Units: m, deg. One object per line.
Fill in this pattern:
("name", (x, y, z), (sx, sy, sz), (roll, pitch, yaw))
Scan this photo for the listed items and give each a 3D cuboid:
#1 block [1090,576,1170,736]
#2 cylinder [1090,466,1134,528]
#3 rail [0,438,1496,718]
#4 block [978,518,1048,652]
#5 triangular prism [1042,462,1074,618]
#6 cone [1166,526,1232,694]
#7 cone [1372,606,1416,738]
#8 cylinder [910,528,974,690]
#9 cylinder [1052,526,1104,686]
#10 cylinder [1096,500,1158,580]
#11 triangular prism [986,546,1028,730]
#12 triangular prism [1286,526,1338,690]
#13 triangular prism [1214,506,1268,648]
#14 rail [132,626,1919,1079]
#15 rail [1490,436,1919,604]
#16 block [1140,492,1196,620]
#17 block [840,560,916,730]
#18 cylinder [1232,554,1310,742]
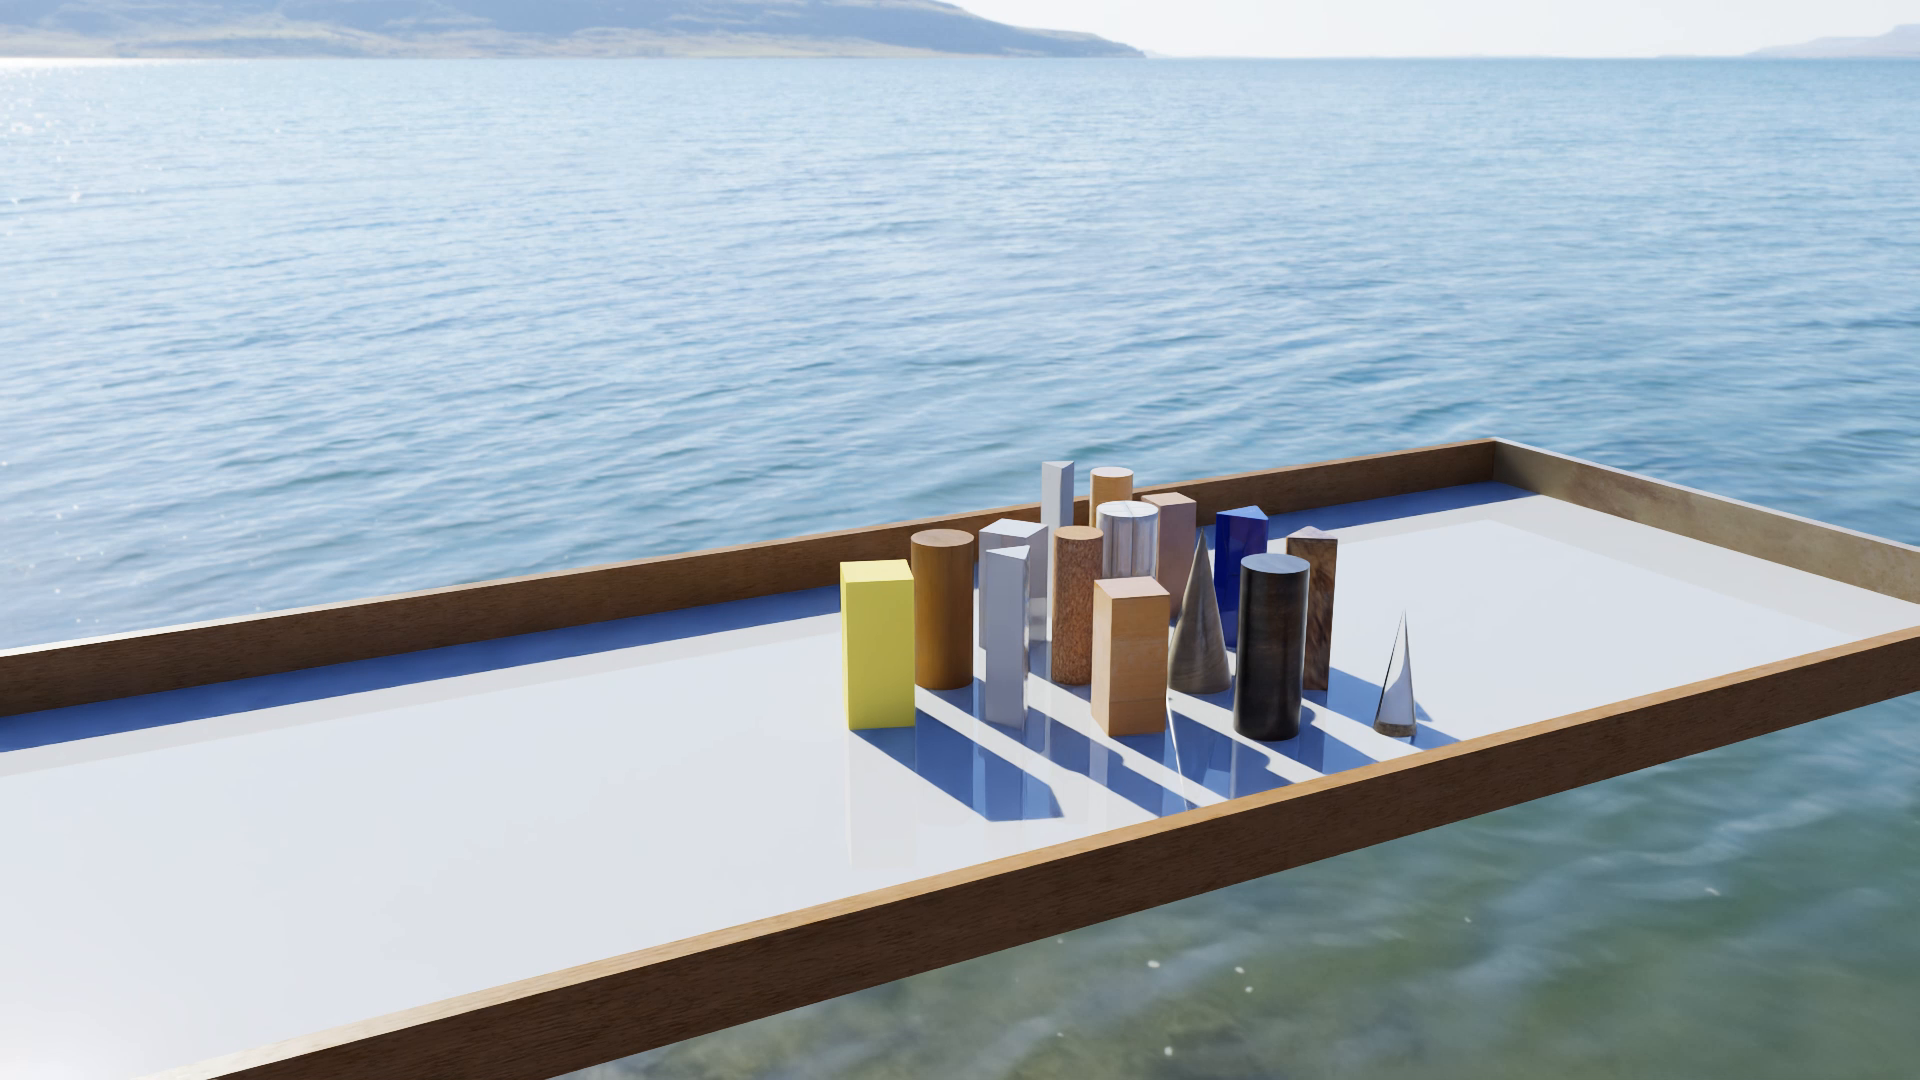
("block", (0.395, 0.270, 3.839), (0.138, 0.337, 0.138), (-4, 17, -12))
("cylinder", (0.442, -0.032, 4.846), (0.124, 0.347, 0.124), (0, 16, 0))
("rail", (-3.305, 0.497, 3.399), (12.000, 0.150, 0.050), (-9, 18, -27))
("block", (0.142, 0.122, 4.371), (0.136, 0.321, 0.136), (8, 18, 26))
("triangular prism", (0.283, -0.001, 4.582), (0.077, 0.438, 0.089), (-12, 20, -34))
("cone", (0.594, 0.160, 4.089), (0.179, 0.408, 0.179), (0, 16, 0))
("cone", (1.015, 0.294, 3.809), (0.101, 0.308, 0.101), (0, 16, 0))
("cylinder", (-0.043, 0.172, 4.109), (0.155, 0.371, 0.155), (0, 16, 0))
("cylinder", (0.292, 0.164, 4.122), (0.124, 0.380, 0.124), (0, 16, 0))
("cylinder", (0.438, 0.097, 4.367), (0.160, 0.372, 0.160), (0, 16, 0))
("triangular prism", (0.131, 0.224, 3.855), (0.108, 0.417, 0.093), (12, 20, 36))
("triangular prism", (0.858, 0.168, 4.090), (0.121, 0.391, 0.105), (2, 17, 8))
("triangular prism", (0.759, 0.097, 4.386), (0.138, 0.361, 0.119), (8, 18, 26))
("rail", (-2.336, 1.006, 1.665), (12.000, 0.150, 0.050), (-9, 18, -27))
("rail", (2.466, -0.048, 5.253), (0.050, 0.150, 2.100), (-9, 18, -27))
("block", (0.577, 0.046, 4.611), (0.112, 0.332, 0.112), (-7, 18, -21))
("block", (-0.194, 0.245, 3.881), (0.156, 0.361, 0.156), (-2, 17, -8))
("cylinder", (0.716, 0.246, 3.800), (0.155, 0.404, 0.155), (0, 16, 0))
